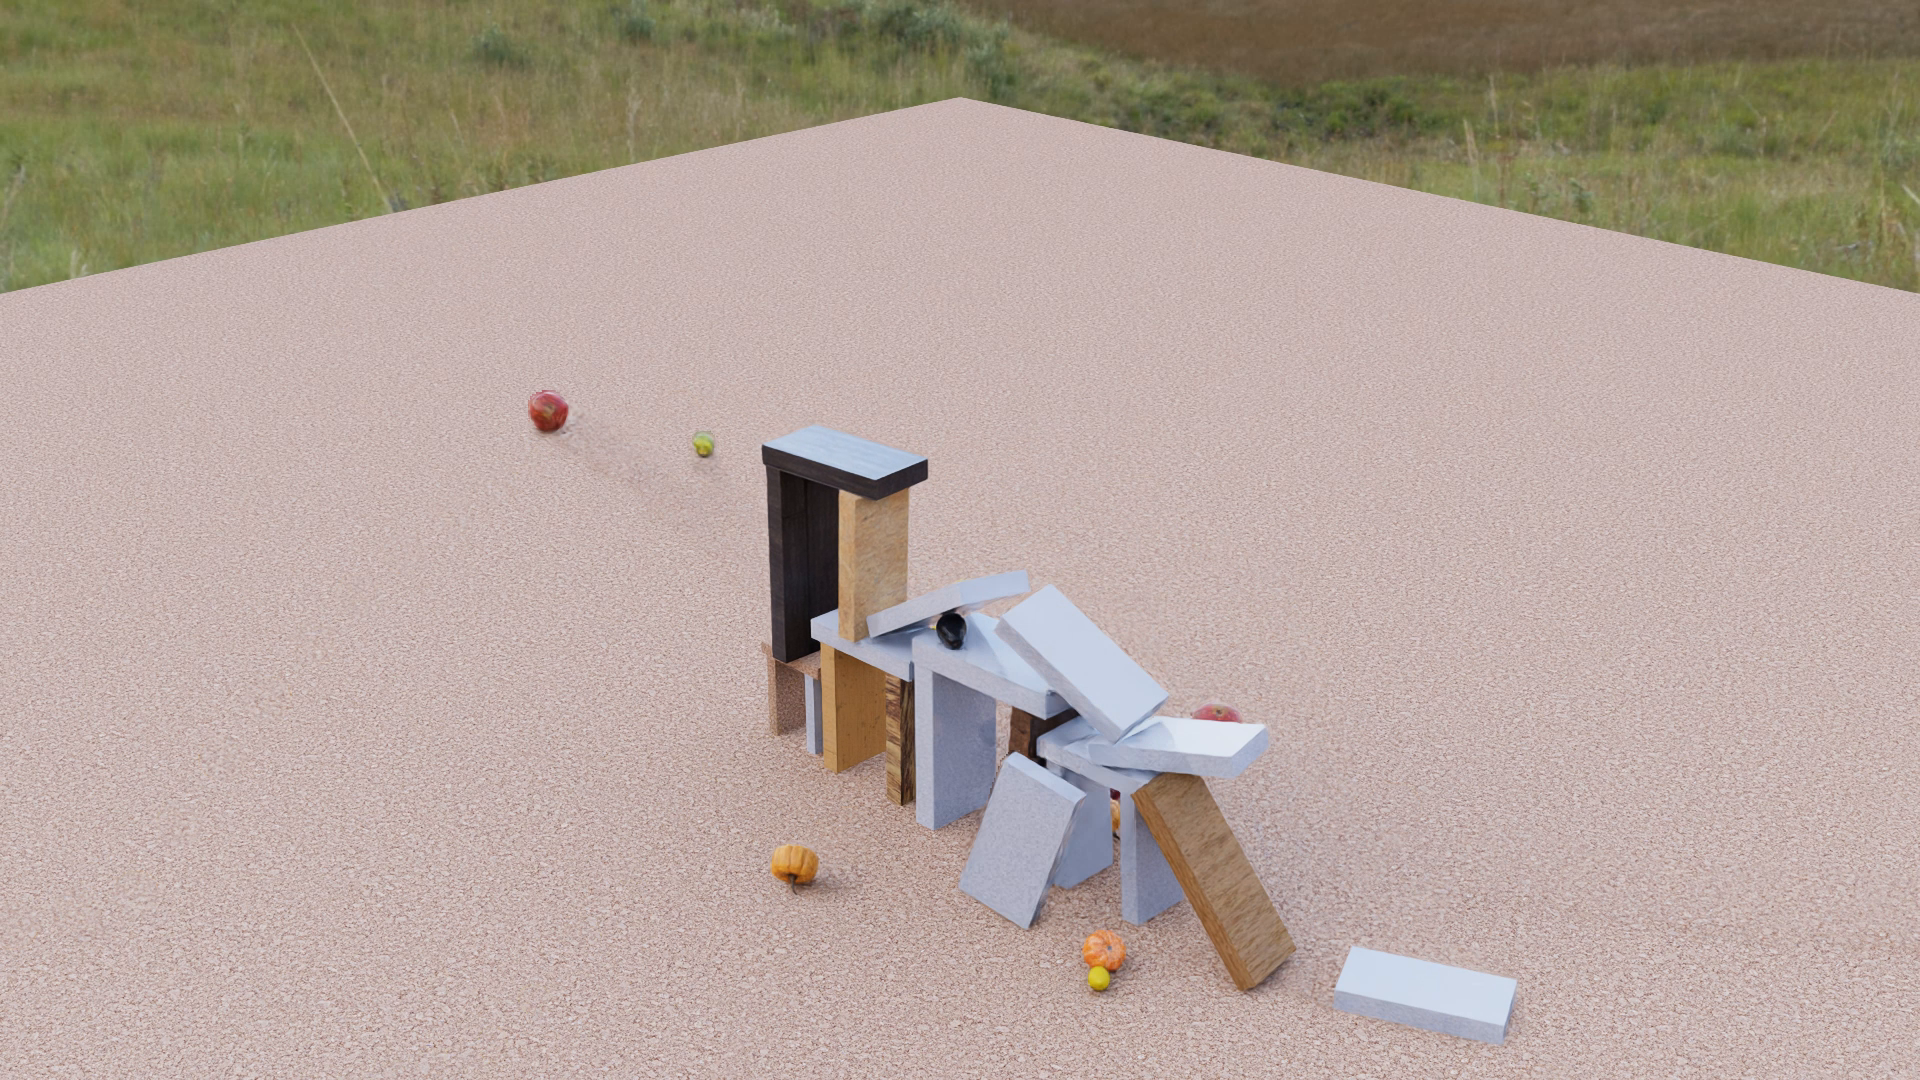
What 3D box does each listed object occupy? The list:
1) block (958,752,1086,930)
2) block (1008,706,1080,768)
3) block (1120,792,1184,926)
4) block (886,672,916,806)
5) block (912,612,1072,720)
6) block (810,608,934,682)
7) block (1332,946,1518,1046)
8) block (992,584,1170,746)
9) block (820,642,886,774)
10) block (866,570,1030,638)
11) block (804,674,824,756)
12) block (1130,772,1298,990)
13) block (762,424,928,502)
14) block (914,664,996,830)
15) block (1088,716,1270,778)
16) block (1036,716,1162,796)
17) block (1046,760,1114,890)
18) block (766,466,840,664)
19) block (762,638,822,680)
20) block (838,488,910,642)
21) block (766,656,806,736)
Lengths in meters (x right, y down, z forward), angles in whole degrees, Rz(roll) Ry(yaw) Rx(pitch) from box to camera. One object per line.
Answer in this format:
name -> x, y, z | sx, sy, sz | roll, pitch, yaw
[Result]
block -> 0.112, 0.552, 4.024 | 0.154, 0.308, 0.044 | 30, 32, 19
block -> 0.169, 0.454, 4.233 | 0.178, 0.355, 0.050 | -21, 35, -40
block -> 0.356, 0.568, 4.080 | 0.132, 0.265, 0.037 | -21, 27, -40
block -> -0.083, 0.382, 4.486 | 0.041, 0.292, 0.146 | 21, 31, 40
block -> 0.094, 0.237, 4.223 | 0.178, 0.050, 0.355 | -21, 30, -41
block -> -0.152, 0.202, 4.485 | 0.292, 0.041, 0.146 | 21, 31, 41
block -> 0.812, 0.794, 3.838 | 0.291, 0.041, 0.145 | 9, 25, 20
block -> 0.223, 0.226, 4.050 | 0.308, 0.044, 0.154 | 43, 44, 15
block -> -0.221, 0.329, 4.612 | 0.146, 0.292, 0.041 | -21, 31, -41
block -> -0.027, 0.127, 4.300 | 0.154, 0.044, 0.381 | -10, -7, -31
block -> -0.285, 0.357, 4.684 | 0.026, 0.184, 0.092 | 21, 31, 41
block -> 0.455, 0.594, 3.928 | 0.041, 0.394, 0.145 | -31, -3, 43
block -> -0.232, -0.158, 4.424 | 0.311, 0.044, 0.156 | 18, 29, 37
block -> -0.008, 0.386, 4.397 | 0.178, 0.355, 0.050 | -21, 31, -41
block -> 0.395, 0.371, 3.982 | 0.291, 0.041, 0.145 | 2, 19, 34
block -> 0.286, 0.403, 4.079 | 0.265, 0.037, 0.132 | 20, 30, 39
block -> 0.230, 0.519, 4.197 | 0.132, 0.265, 0.037 | -21, 26, -41
block -> -0.323, 0.033, 4.589 | 0.156, 0.434, 0.044 | -21, 31, -40
block -> -0.328, 0.243, 4.683 | 0.092, 0.026, 0.185 | -21, 31, -40
block -> -0.174, 0.036, 4.423 | 0.044, 0.311, 0.156 | 21, 31, 37
block -> -0.372, 0.323, 4.764 | 0.092, 0.184, 0.026 | -21, 31, -41
